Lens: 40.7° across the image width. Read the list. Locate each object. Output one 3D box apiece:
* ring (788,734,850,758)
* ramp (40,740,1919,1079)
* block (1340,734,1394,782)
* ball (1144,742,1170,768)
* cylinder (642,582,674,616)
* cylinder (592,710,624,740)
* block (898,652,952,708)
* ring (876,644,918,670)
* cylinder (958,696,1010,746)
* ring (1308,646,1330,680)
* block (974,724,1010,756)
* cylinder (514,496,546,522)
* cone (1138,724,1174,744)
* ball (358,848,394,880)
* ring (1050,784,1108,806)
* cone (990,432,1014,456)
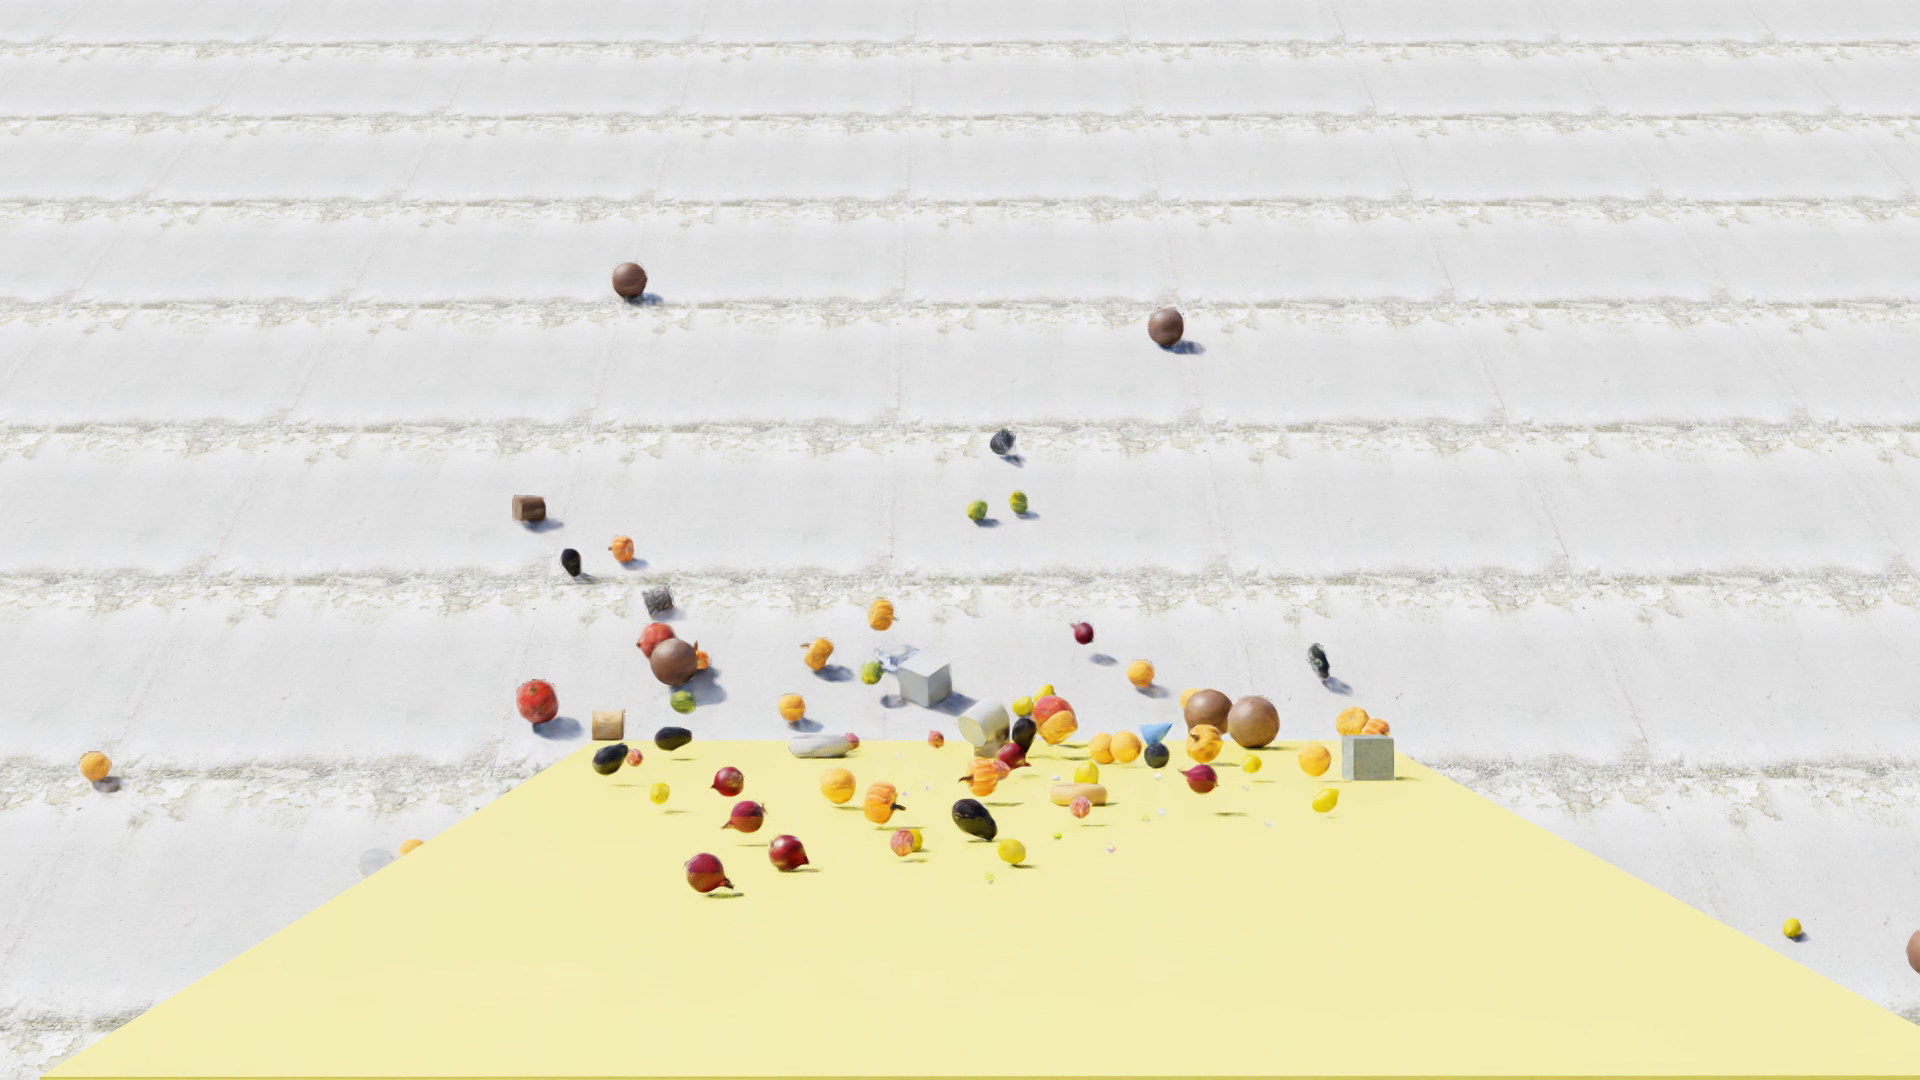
[{"bbox_3d":[-0.336,0.492,6.159,0.146,0.049,0.146,-1,0,0],"label":"ring"},{"bbox_3d":[0.064,0.578,4.623,2.000,0.100,4.000,0,0,0],"label":"ramp"},{"bbox_3d":[0.887,0.474,5.625,0.091,0.091,0.091,0,0,-9],"label":"block"},{"bbox_3d":[0.446,0.488,5.861,0.060,0.060,0.060,0,29,0],"label":"ball"},{"bbox_3d":[-0.860,0.168,7.348,0.070,0.070,0.070,-32,37,-12],"label":"cylinder"},{"bbox_3d":[-0.919,0.482,6.741,0.079,0.079,0.079,0,29,-4],"label":"cylinder"},{"bbox_3d":[-0.094,0.376,6.948,0.100,0.100,0.100,19,33,33],"label":"block"},{"bbox_3d":[-0.169,0.322,7.103,0.123,0.041,0.123,-2,21,1],"label":"ring"},{"bbox_3d":[0.056,0.428,6.106,0.087,0.087,0.087,24,47,37],"label":"cylinder"},{"bbox_3d":[0.973,0.331,7.007,0.033,0.098,0.098,-19,32,-7],"label":"ring"},{"bbox_3d":[0.077,0.480,6.204,0.071,0.071,0.071,0,0,13],"label":"block"},{"bbox_3d":[-1.302,-0.094,7.814,0.076,0.076,0.076,-3,27,-29],"label":"cylinder"},{"bbox_3d":[0.485,0.461,6.253,0.077,0.077,0.077,-30,26,12],"label":"cone"},{"bbox_3d":[-1.403,0.784,6.219,0.086,0.086,0.086,0,29,0],"label":"ball"},{"bbox_3d":[0.235,0.505,5.127,0.117,0.039,0.117,0,-1,0],"label":"ring"},{"bbox_3d":[0.143,-0.293,8.181,0.081,0.081,0.081,-6,22,-11],"label":"cone"}]
